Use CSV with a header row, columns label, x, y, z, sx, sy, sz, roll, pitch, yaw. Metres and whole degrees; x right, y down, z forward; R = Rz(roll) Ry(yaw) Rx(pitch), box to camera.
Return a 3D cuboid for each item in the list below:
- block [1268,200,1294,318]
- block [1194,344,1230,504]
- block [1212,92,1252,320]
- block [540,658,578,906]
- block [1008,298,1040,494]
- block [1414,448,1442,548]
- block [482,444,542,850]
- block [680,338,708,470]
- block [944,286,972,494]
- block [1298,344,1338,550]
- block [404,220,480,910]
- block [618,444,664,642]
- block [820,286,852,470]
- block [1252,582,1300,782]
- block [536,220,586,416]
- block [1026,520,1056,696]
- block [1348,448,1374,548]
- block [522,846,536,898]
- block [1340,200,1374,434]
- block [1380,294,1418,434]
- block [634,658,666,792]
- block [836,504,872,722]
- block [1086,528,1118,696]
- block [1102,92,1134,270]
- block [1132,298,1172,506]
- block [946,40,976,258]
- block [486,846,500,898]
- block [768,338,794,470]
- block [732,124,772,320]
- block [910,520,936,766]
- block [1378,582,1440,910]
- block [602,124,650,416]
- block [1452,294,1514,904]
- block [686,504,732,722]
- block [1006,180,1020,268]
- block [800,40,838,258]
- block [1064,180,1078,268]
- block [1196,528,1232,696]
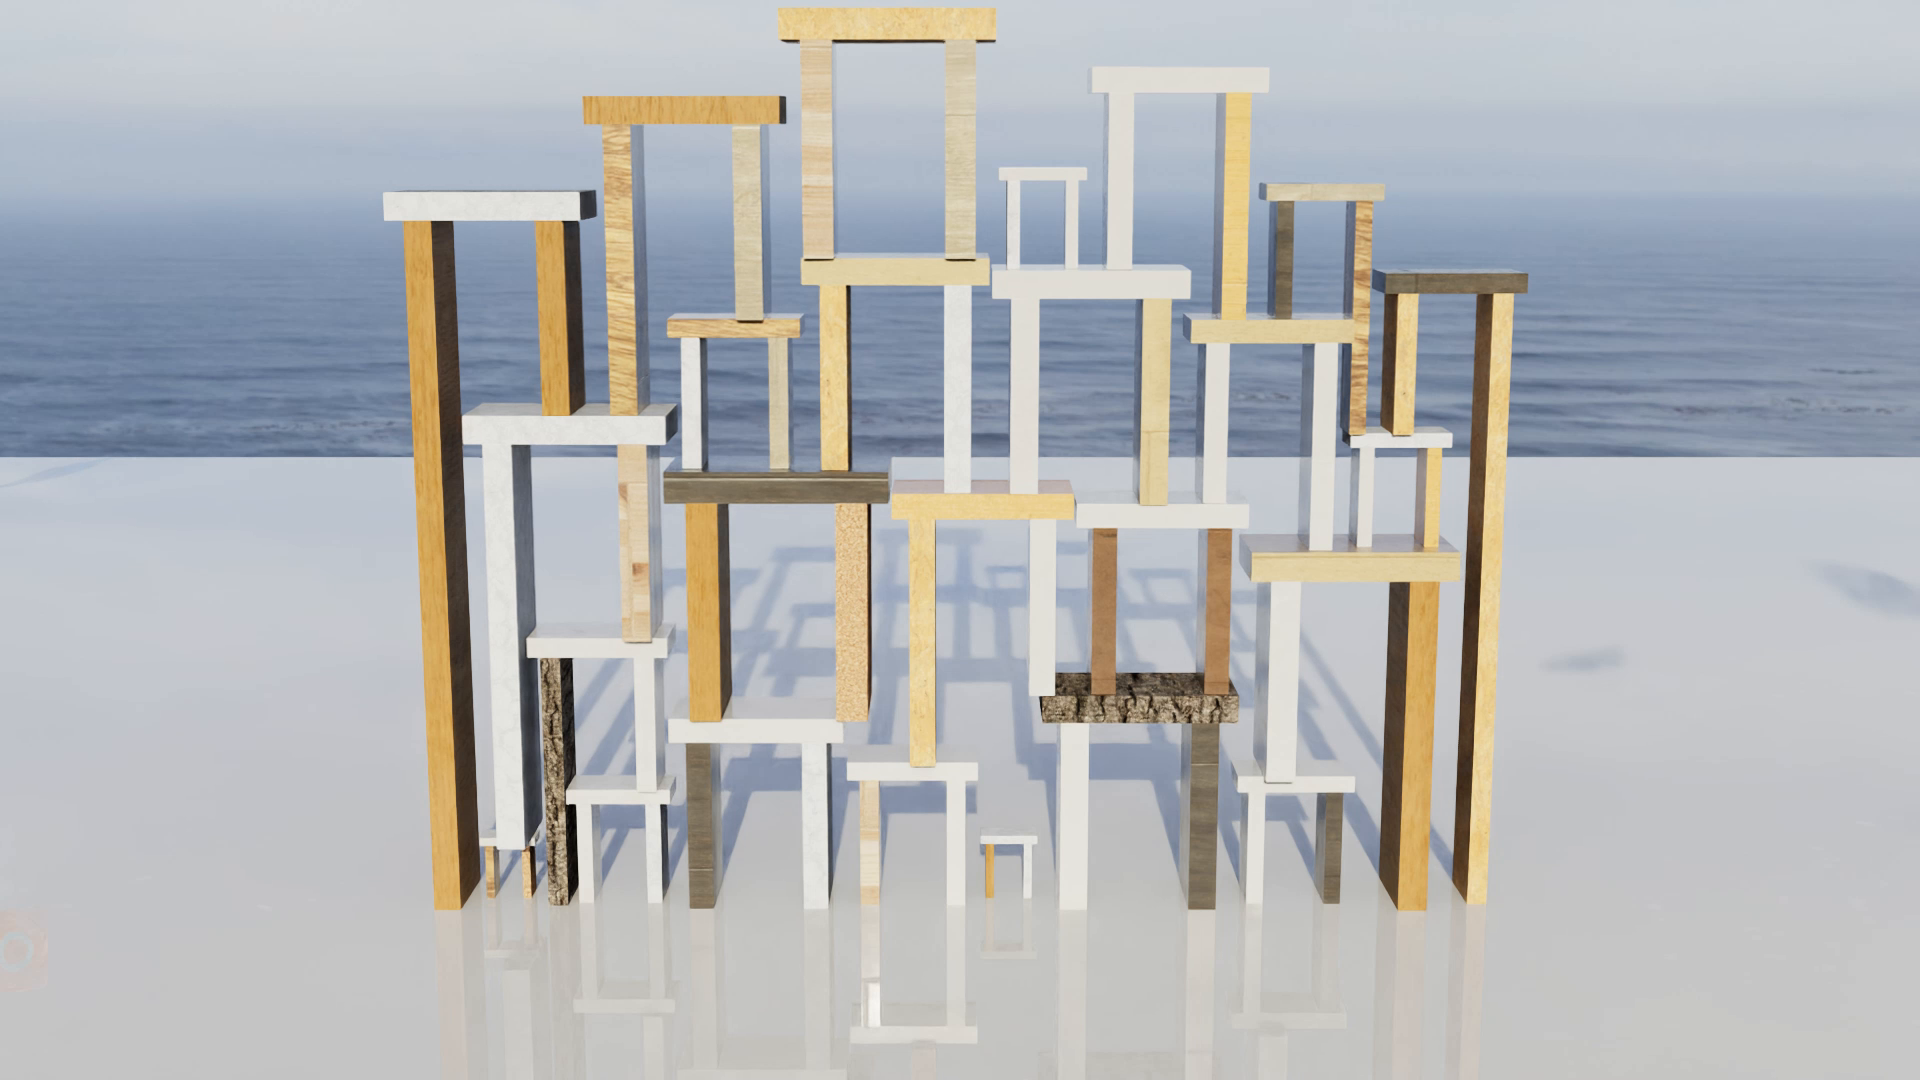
label,x,y,z,sx,sy,sz,roll,pitch,yaw
block,0.506,-0.445,3.474,0.026,0.183,0.091,0,11,0
block,0.403,-0.194,3.521,0.036,0.255,0.127,0,11,0
block,0.426,-0.526,3.459,0.038,0.347,0.135,0,11,0
block,-0.659,0.385,3.629,0.032,0.418,0.113,0,11,0
block,0.101,-0.237,3.513,0.043,0.307,0.153,0,11,0
block,0.755,-0.075,3.549,0.023,0.161,0.081,0,11,0
block,-0.728,0.162,3.589,0.045,0.664,0.159,0,11,0
block,-0.424,-0.224,3.515,0.029,0.208,0.104,0,11,0
block,-0.003,-0.248,3.513,0.041,0.328,0.146,0,11,0
block,0.573,-0.157,3.528,0.036,0.331,0.127,0,11,0
block,-0.837,0.042,3.564,0.043,1.115,0.151,0,11,0
block,-0.516,-0.008,3.558,0.045,0.318,0.159,0,11,0
block,-0.197,-0.266,3.512,0.041,0.292,0.146,0,11,0
block,0.518,0.213,3.599,0.047,0.330,0.165,0,10,0
block,-0.633,-0.357,3.488,0.043,0.302,0.151,0,11,0
block,0.132,0.096,3.573,0.041,0.288,0.144,0,11,0
block,0.648,-0.075,3.550,0.023,0.161,0.081,0,11,0
block,-0.717,0.545,3.661,0.013,0.091,0.045,0,11,0
block,0.629,-0.355,3.492,0.026,0.366,0.091,0,11,0
block,0.701,-0.286,3.510,0.031,0.222,0.111,0,11,0
block,-0.509,0.289,3.612,0.032,0.225,0.113,0,10,0
block,-0.172,0.101,3.579,0.050,0.354,0.177,0,11,0
block,0.230,0.103,3.576,0.039,0.273,0.136,0,11,0
block,0.248,-0.564,3.452,0.038,0.270,0.135,0,11,0
block,0.306,-0.229,3.514,0.043,0.324,0.153,0,11,0
block,0.001,-0.611,3.441,0.047,0.330,0.165,0,11,0
block,-0.778,0.545,3.661,0.013,0.091,0.045,0,11,0
block,-0.285,-0.224,3.516,0.029,0.208,0.104,0,11,0
block,-0.327,-0.503,3.466,0.042,0.300,0.150,0,11,1
block,-0.060,0.153,3.583,0.041,0.405,0.144,0,11,0
block,0.738,0.320,3.619,0.047,0.548,0.165,0,11,0
block,-0.527,-0.429,3.480,0.042,0.449,0.150,0,11,0
block,0.850,0.097,3.582,0.031,1.001,0.111,0,11,0
block,-0.408,0.101,3.578,0.050,0.354,0.177,0,11,0
block,0.084,-0.498,3.464,0.019,0.137,0.068,0,11,0
block,-0.220,-0.611,3.443,0.047,0.330,0.165,0,11,-1
block,0.175,-0.498,3.464,0.019,0.137,0.068,0,11,0
block,0.412,0.103,3.576,0.039,0.273,0.136,0,11,0
